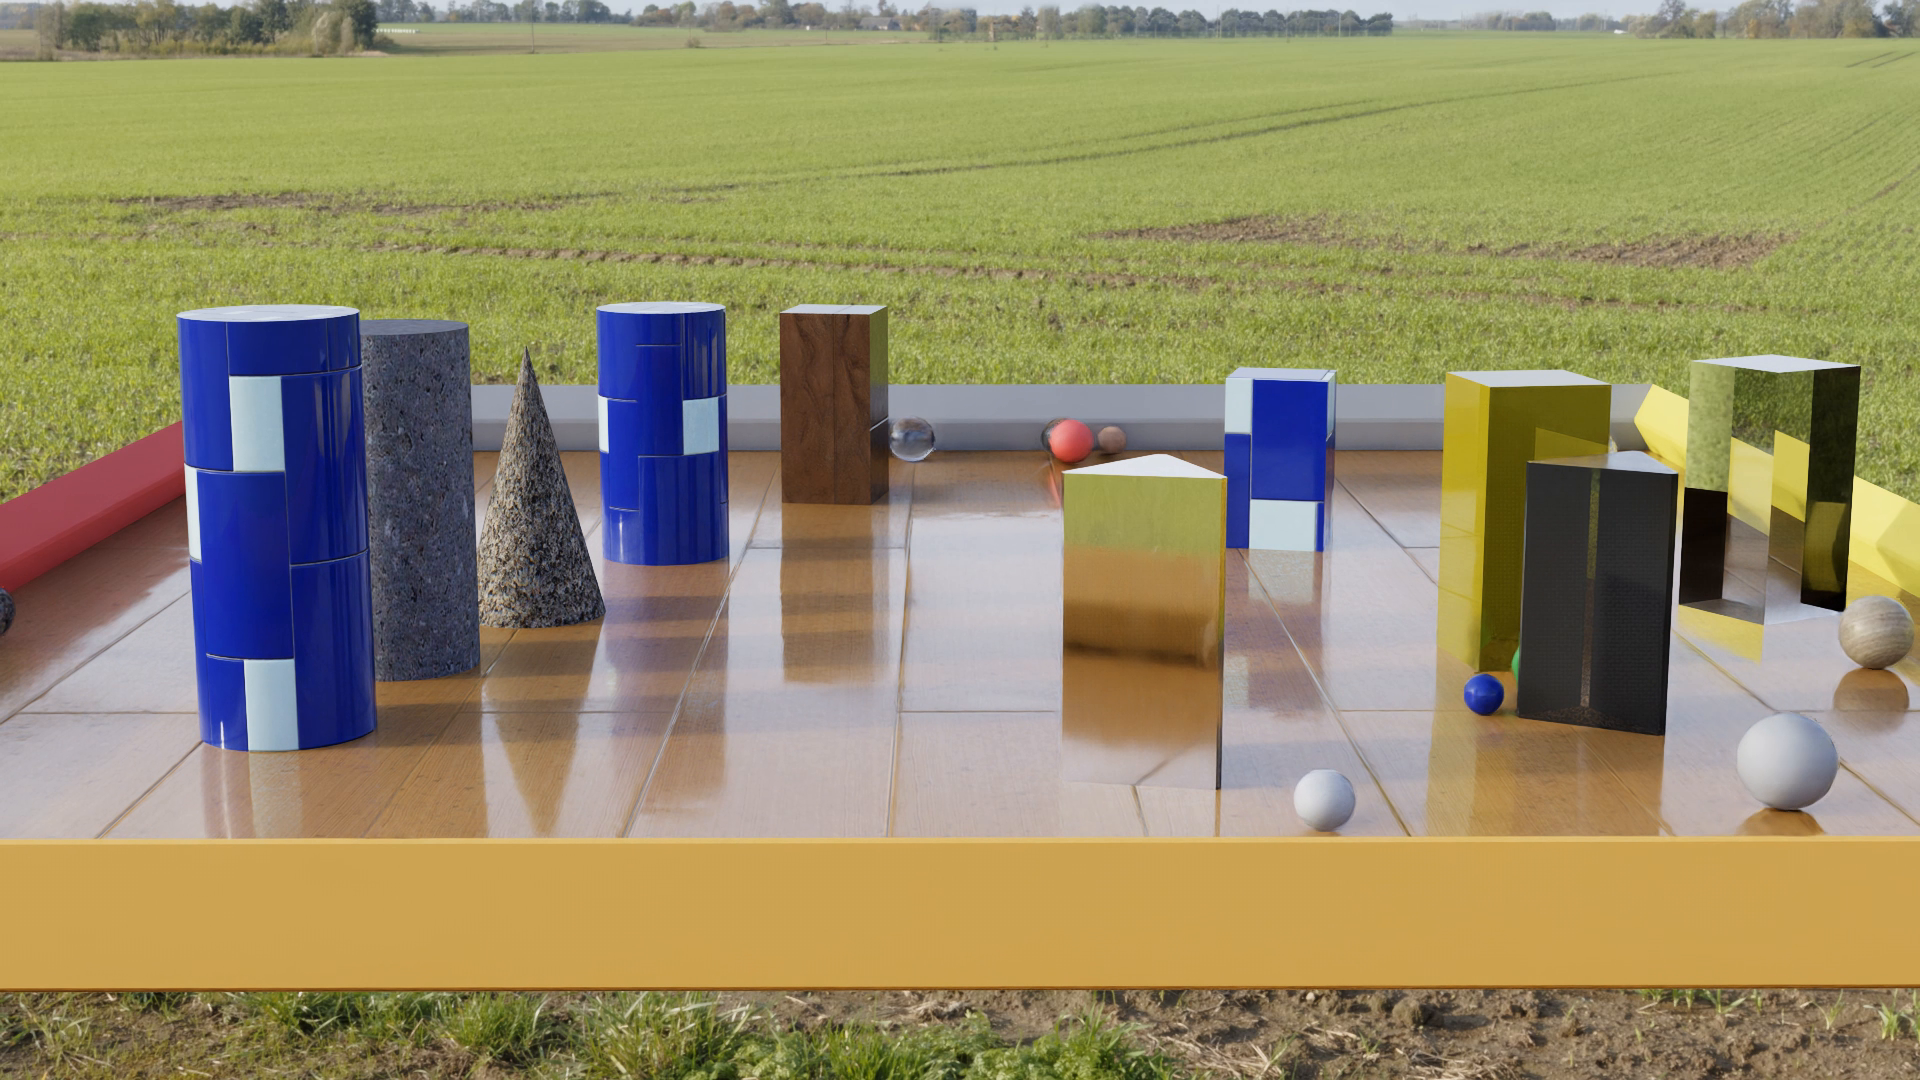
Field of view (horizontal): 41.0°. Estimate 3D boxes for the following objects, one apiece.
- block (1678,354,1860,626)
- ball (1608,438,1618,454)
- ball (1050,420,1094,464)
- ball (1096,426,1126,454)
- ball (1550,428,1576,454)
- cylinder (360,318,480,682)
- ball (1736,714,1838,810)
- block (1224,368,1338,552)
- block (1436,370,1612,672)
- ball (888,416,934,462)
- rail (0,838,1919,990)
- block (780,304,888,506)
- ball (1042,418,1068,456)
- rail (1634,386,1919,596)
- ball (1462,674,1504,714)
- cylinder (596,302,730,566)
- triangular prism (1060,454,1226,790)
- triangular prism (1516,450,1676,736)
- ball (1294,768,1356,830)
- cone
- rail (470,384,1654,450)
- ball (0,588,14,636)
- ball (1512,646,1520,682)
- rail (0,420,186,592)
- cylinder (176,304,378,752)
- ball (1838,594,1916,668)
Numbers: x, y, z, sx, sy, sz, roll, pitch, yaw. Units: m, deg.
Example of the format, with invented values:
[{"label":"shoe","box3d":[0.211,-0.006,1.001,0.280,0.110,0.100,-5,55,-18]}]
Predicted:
[{"label":"block","box3d":[1.082,-0.071,3.434,0.152,0.333,0.152,-6,12,-29]},{"label":"ball","box3d":[1.129,-0.154,4.567,0.082,0.082,0.082,0,11,0]},{"label":"ball","box3d":[0.206,-0.180,4.714,0.080,0.080,0.080,0,11,0]},{"label":"ball","box3d":[0.284,-0.187,4.824,0.053,0.053,0.053,0,11,0]},{"label":"ball","box3d":[1.135,-0.187,4.834,0.049,0.049,0.049,0,11,0]},{"label":"cylinder","box3d":[-0.685,-0.052,3.112,0.190,0.414,0.190,0,11,0]},{"label":"ball","box3d":[0.816,0.219,2.529,0.095,0.095,0.095,0,11,0]},{"label":"block","box3d":[0.491,-0.126,3.935,0.152,0.258,0.152,3,11,13]},{"label":"block","box3d":[0.691,-0.027,3.159,0.152,0.347,0.152,-2,11,-9]},{"label":"ball","box3d":[-0.089,-0.186,4.731,0.086,0.086,0.086,0,11,0]},{"label":"rail","box3d":[0.008,0.292,2.052,2.649,0.124,0.045,0,11,0]},{"label":"block","box3d":[-0.211,-0.230,4.329,0.152,0.319,0.152,2,11,10]},{"label":"ball","box3d":[0.189,-0.191,4.789,0.073,0.073,0.073,0,11,0]},{"label":"rail","box3d":[1.301,0.030,3.457,0.045,0.124,2.891,0,11,0]},{"label":"ball","box3d":[0.592,0.174,2.901,0.047,0.047,0.047,0,11,0]},{"label":"cylinder","box3d":[-0.441,-0.162,3.821,0.190,0.370,0.190,0,11,0]},{"label":"triangular prism","box3d":[0.197,0.080,2.661,0.165,0.320,0.143,2,11,12]},{"label":"triangular prism","box3d":[0.735,0.053,2.887,0.165,0.291,0.143,6,12,30]},{"label":"ball","box3d":[0.350,0.249,2.464,0.059,0.059,0.059,0,11,0]},{"label":"cone","box3d":[-0.570,-0.080,3.405,0.190,0.362,0.190,0,11,0]},{"label":"rail","box3d":[-0.008,-0.228,4.847,2.649,0.124,0.045,0,11,0]},{"label":"ball","box3d":[-1.245,0.091,3.265,0.077,0.077,0.077,0,11,0]},{"label":"ball","box3d":[0.679,0.146,2.989,0.069,0.069,0.069,0,11,0]},{"label":"rail","box3d":[-1.301,0.033,3.442,0.045,0.124,2.891,0,11,0]},{"label":"cylinder","box3d":[-0.742,-0.017,2.796,0.190,0.461,0.190,0,11,0]},{"label":"ball","box3d":[1.115,0.111,3.122,0.089,0.089,0.089,0,11,0]}]
